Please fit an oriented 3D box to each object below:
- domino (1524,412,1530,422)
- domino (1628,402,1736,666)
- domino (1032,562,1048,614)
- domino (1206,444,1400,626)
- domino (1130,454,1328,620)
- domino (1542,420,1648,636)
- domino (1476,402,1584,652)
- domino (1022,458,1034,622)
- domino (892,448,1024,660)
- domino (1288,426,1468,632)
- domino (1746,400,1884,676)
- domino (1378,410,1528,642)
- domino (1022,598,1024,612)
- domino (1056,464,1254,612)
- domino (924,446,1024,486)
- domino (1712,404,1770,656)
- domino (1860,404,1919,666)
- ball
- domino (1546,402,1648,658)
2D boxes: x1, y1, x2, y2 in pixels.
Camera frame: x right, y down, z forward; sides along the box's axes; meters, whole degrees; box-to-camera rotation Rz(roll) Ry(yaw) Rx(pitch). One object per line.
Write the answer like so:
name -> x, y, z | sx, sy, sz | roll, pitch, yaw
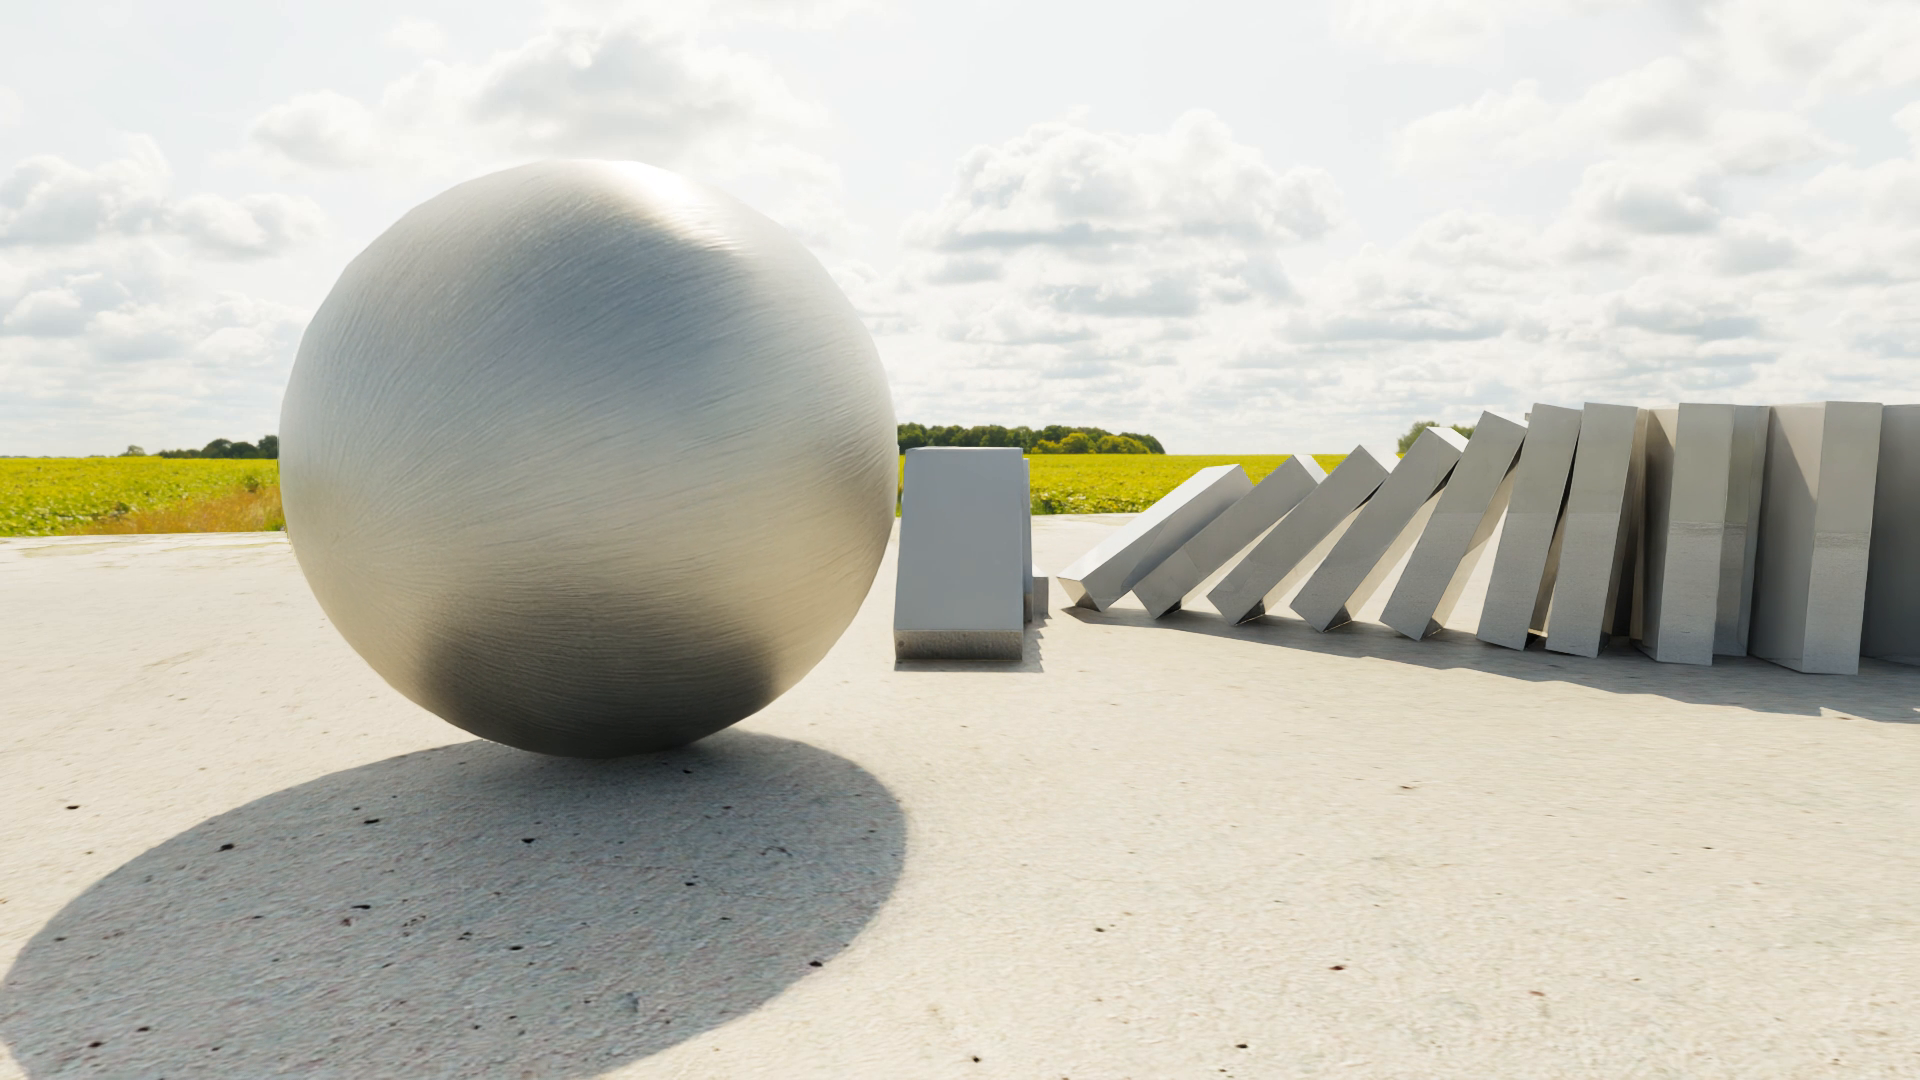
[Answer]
domino -> 0.149, -0.006, 0.308 | 0.025, 0.050, 0.010 | 4, 6, 42
domino -> 0.144, -0.002, 0.258 | 0.010, 0.050, 0.025 | 4, 5, 16
domino -> 0.009, 0.012, 0.344 | 0.025, 0.010, 0.050 | 0, 4, -3
domino -> 0.082, -0.001, 0.302 | 0.010, 0.050, 0.025 | 49, 25, 18
domino -> 0.067, -0.001, 0.312 | 0.050, 0.010, 0.025 | -42, -13, 20
domino -> 0.145, -0.004, 0.287 | 0.025, 0.050, 0.009 | 0, 4, -4
domino -> 0.123, -0.003, 0.272 | 0.009, 0.050, 0.025 | 16, 12, 31
domino -> 0.005, -0.001, 0.322 | 0.025, 0.010, 0.050 | 0, 43, 1
domino -> 0.000, 0.002, 0.266 | 0.025, 0.010, 0.050 | 0, 48, 2
domino -> 0.097, -0.002, 0.292 | 0.010, 0.050, 0.025 | 42, 24, 23
domino -> 0.163, -0.001, 0.247 | 0.010, 0.050, 0.025 | 3, 5, 8
domino -> 0.111, -0.003, 0.282 | 0.010, 0.050, 0.025 | 30, 19, 27
domino -> 0.001, 0.000, 0.293 | 0.025, 0.009, 0.050 | 0, 48, 1
domino -> 0.050, -0.001, 0.328 | 0.050, 0.010, 0.025 | -36, 6, -7
domino -> 0.002, -0.001, 0.307 | 0.025, 0.010, 0.050 | 1, 48, 2
domino -> 0.157, -0.003, 0.268 | 0.010, 0.050, 0.025 | 4, 5, 15
domino -> 0.187, -0.001, 0.247 | 0.009, 0.050, 0.025 | 0, 4, -14
ball -> -0.048, -0.011, 0.176 | 0.080, 0.080, 0.080 | 0, 4, 0
domino -> 0.132, -0.003, 0.265 | 0.010, 0.050, 0.025 | 10, 9, 31
